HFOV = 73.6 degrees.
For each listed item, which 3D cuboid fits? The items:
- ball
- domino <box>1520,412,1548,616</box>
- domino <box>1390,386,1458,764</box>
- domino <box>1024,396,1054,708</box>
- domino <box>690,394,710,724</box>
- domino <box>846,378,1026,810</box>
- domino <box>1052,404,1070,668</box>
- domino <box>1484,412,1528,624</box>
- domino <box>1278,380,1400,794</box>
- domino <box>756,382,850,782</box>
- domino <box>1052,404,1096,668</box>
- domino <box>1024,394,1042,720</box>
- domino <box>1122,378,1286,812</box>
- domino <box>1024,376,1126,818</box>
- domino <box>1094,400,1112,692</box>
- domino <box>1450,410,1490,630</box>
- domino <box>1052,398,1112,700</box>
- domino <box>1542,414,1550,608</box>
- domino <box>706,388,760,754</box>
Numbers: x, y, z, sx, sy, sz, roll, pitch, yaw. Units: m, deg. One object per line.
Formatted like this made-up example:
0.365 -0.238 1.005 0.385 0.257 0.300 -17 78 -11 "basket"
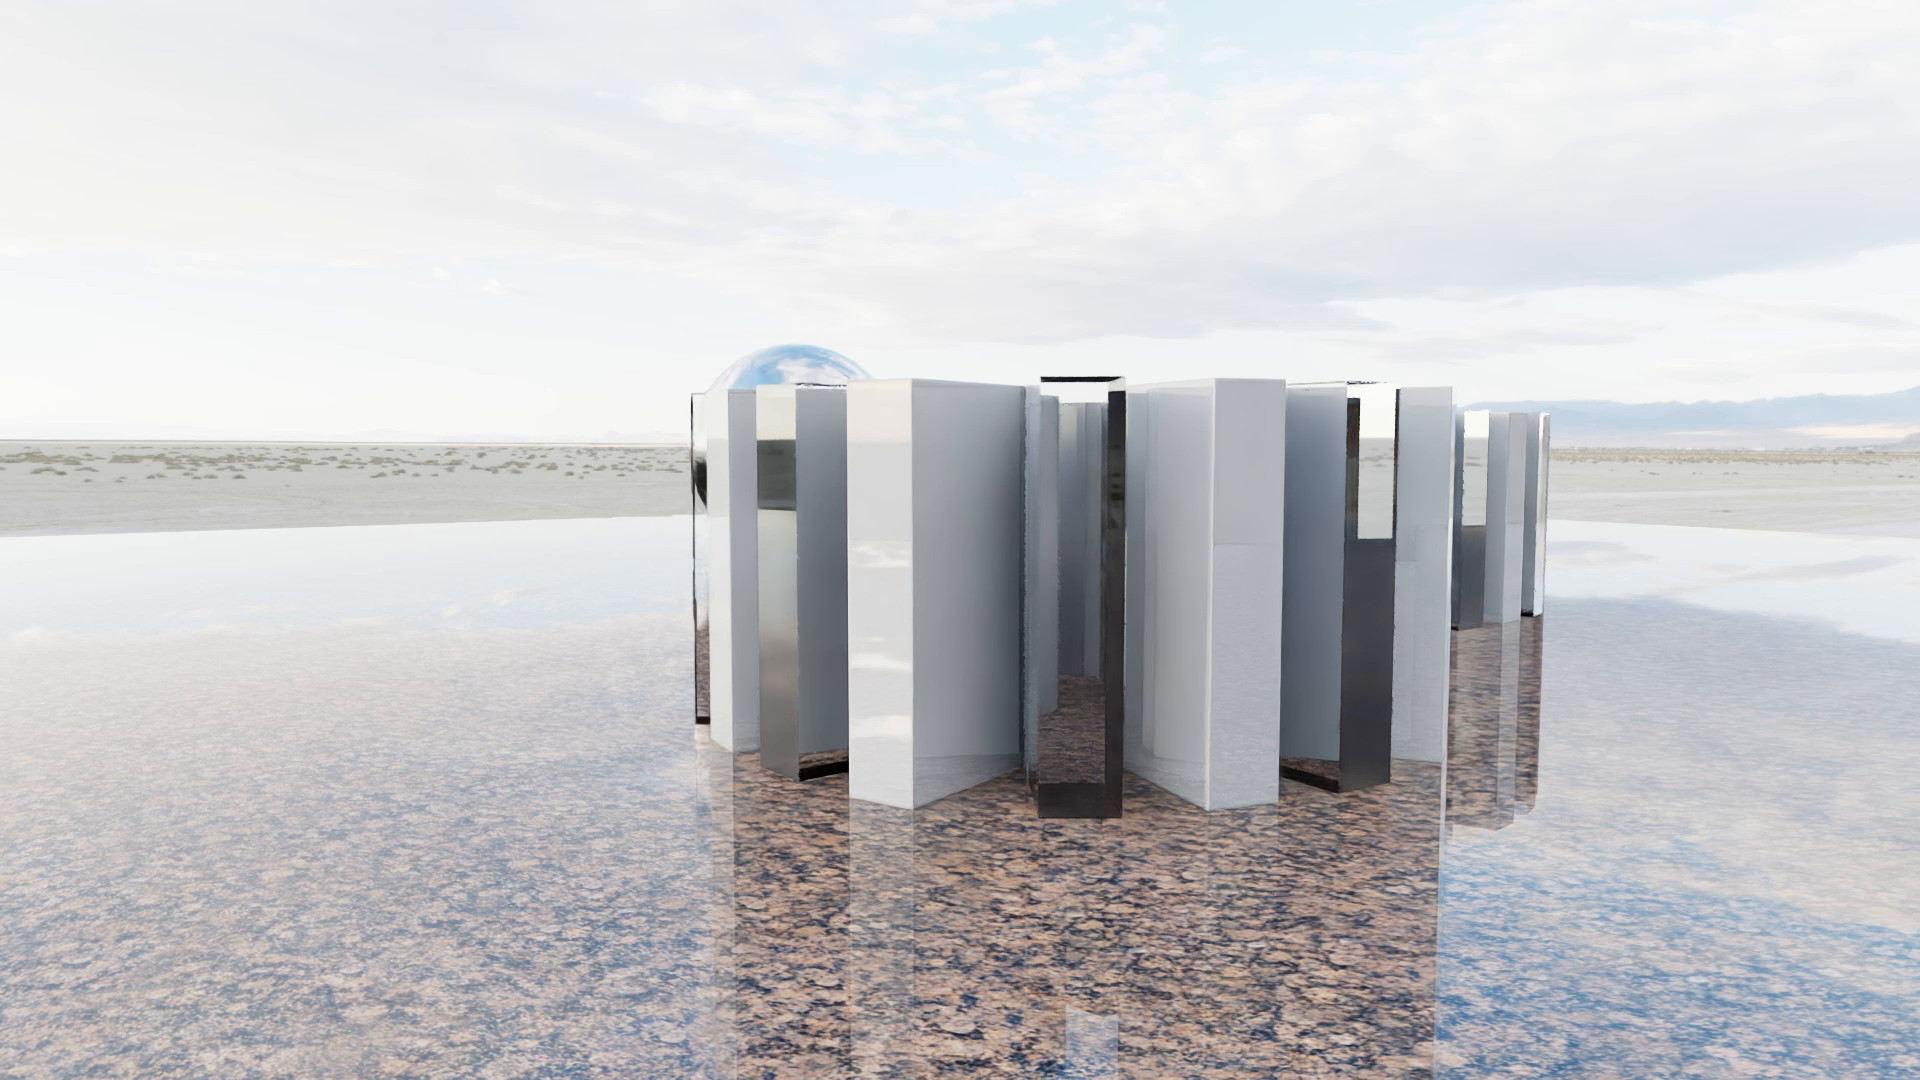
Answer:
-0.061 -0.034 0.483 0.080 0.080 0.080 0 4 0 "ball"
0.134 -0.007 0.325 0.025 0.050 0.009 3 5 36 "domino"
0.055 0.004 0.178 0.025 0.050 0.010 2 5 25 "domino"
0.002 0.001 0.215 0.025 0.050 0.010 2 5 24 "domino"
-0.029 0.003 0.200 0.025 0.050 0.009 -1 4 -8 "domino"
-0.002 0.006 0.160 0.010 0.050 0.025 3 5 34 "domino"
0.009 -0.001 0.250 0.009 0.050 0.025 -4 6 -42 "domino"
0.123 -0.006 0.313 0.010 0.050 0.025 -4 6 -42 "domino"
0.043 0.005 0.167 0.009 0.050 0.025 -3 5 -33 "domino"
-0.014 0.005 0.172 0.025 0.050 0.010 -3 6 -39 "domino"
0.019 -0.002 0.255 0.009 0.050 0.025 -3 5 -35 "domino"
0.000 0.003 0.201 0.025 0.050 0.010 0 4 1 "domino"
0.029 0.006 0.160 0.009 0.050 0.025 -2 5 -21 "domino"
0.013 0.006 0.156 0.009 0.050 0.025 0 4 -1 "domino"
0.030 0.000 0.228 0.010 0.050 0.025 0 4 -1 "domino"
0.110 -0.005 0.304 0.010 0.050 0.025 -3 5 -35 "domino"
0.015 0.001 0.224 0.010 0.050 0.025 -2 5 -28 "domino"
0.141 -0.008 0.340 0.025 0.050 0.009 1 4 14 "domino"
-0.023 0.004 0.185 0.025 0.050 0.010 -2 5 -29 "domino"
